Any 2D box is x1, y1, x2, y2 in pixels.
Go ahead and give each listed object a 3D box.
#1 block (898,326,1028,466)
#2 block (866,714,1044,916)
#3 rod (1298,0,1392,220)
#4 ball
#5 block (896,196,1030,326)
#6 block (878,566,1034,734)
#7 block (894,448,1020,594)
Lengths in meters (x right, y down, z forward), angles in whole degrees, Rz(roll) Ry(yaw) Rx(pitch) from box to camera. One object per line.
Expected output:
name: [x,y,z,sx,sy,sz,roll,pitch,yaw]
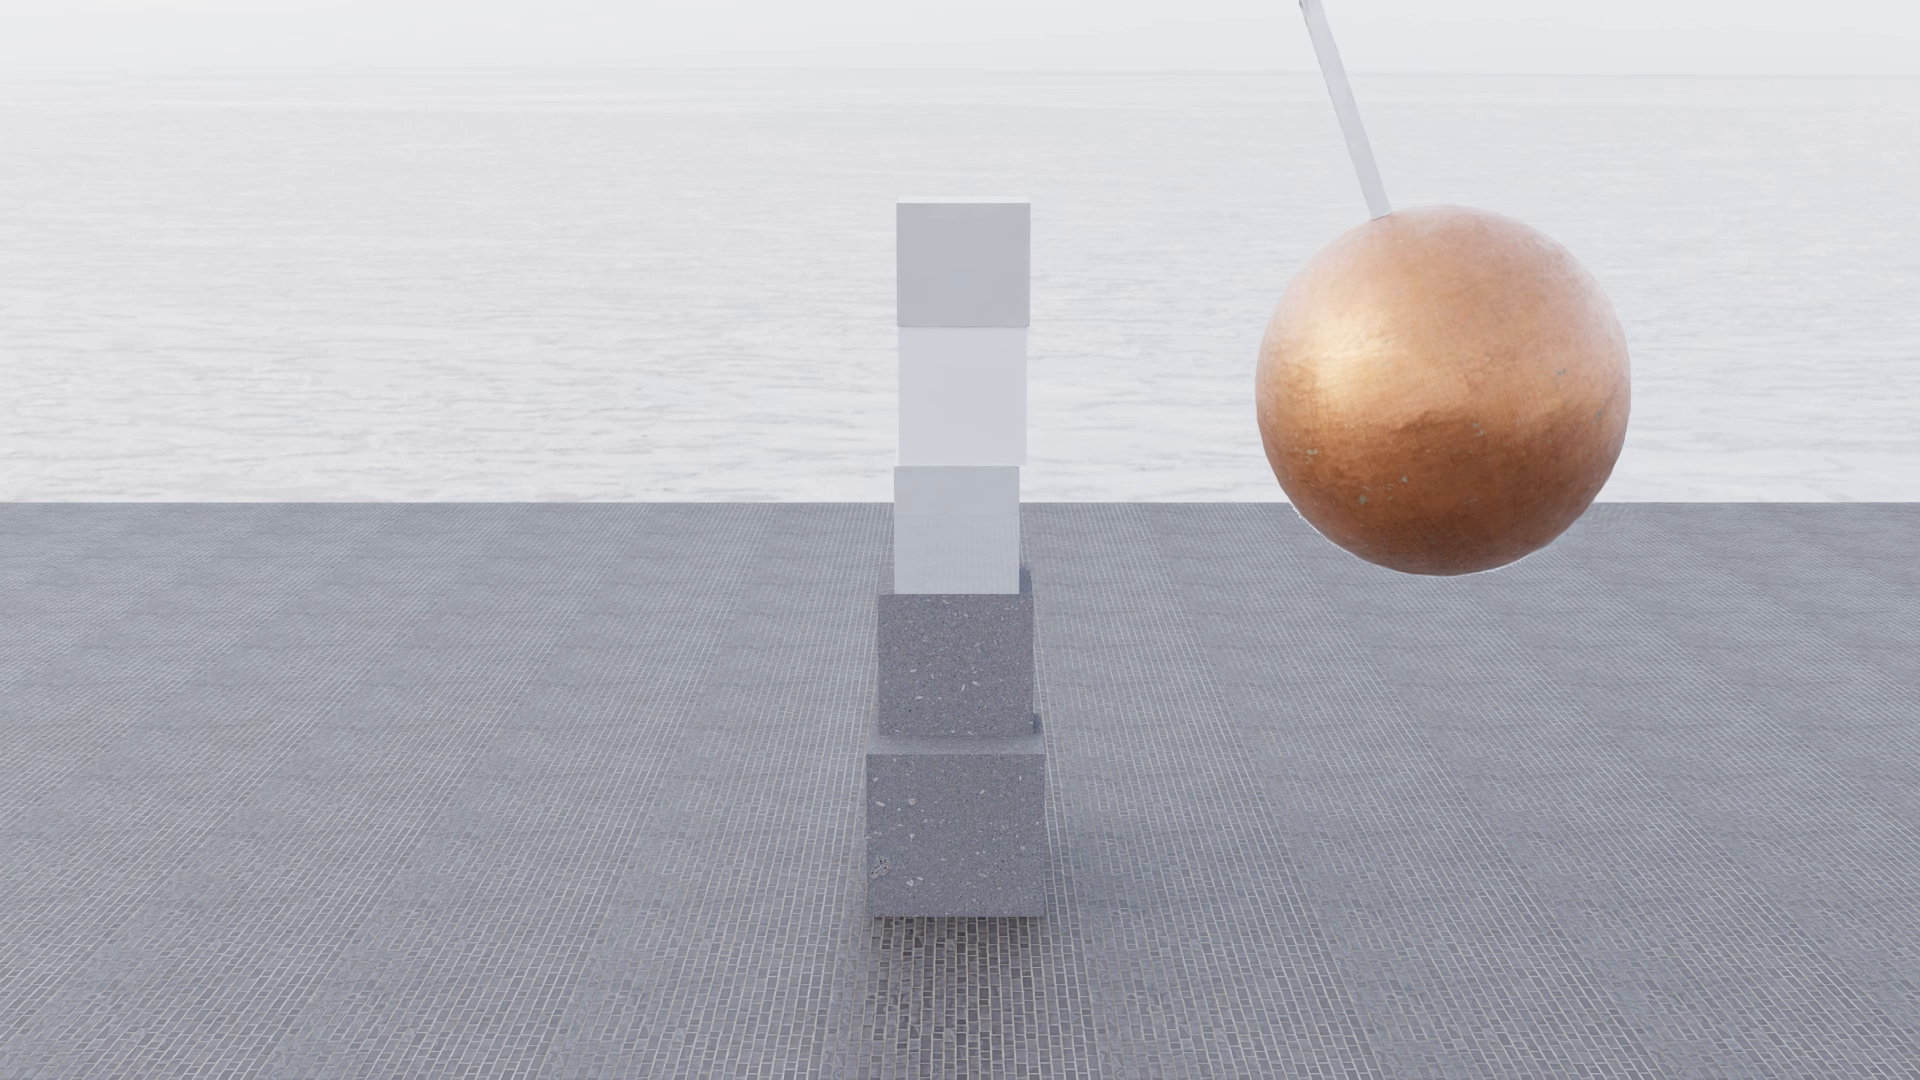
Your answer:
block: [0.011,-0.654,11.061,0.541,0.587,0.550,0,10,0]
block: [-0.019,1.179,11.104,0.745,0.708,0.701,0,10,0]
rod: [0.899,-3.782,10.493,0.080,5.200,0.080,-20,10,4]
ball: [2.074,-0.643,11.063,1.600,1.600,1.600,0,10,0]
block: [0.014,-1.196,10.963,0.556,0.514,0.568,0,10,0]
block: [-0.018,0.477,11.267,0.663,0.615,0.637,0,10,0]
block: [-0.014,-0.096,11.163,0.531,0.549,0.617,0,10,0]
